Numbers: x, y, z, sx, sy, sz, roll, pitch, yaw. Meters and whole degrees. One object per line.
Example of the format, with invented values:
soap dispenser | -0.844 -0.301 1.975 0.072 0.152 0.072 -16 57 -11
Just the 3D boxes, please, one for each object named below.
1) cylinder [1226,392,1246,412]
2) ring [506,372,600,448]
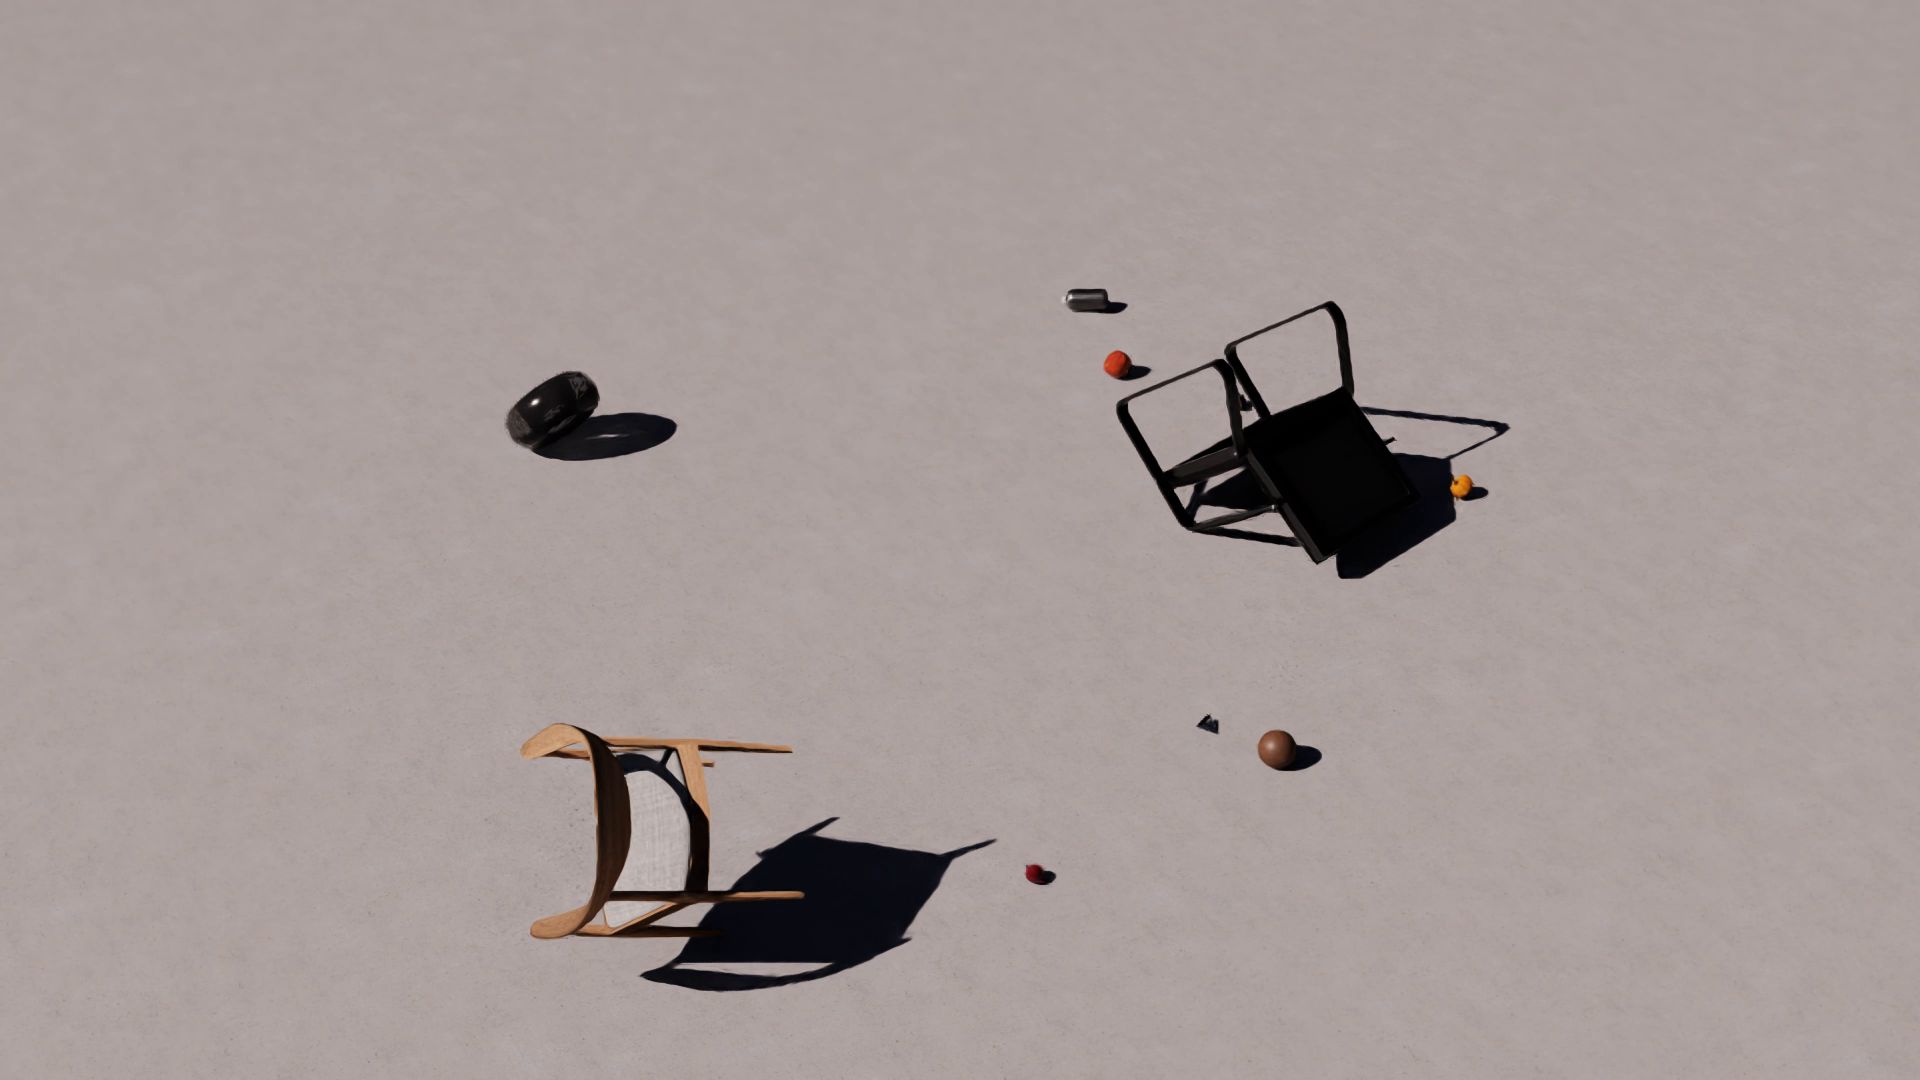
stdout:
cylinder | 1.101 -0.554 11.726 0.075 0.060 0.045 22 39 3
ring | -1.582 -0.505 11.398 0.387 0.402 0.165 -32 84 -25
